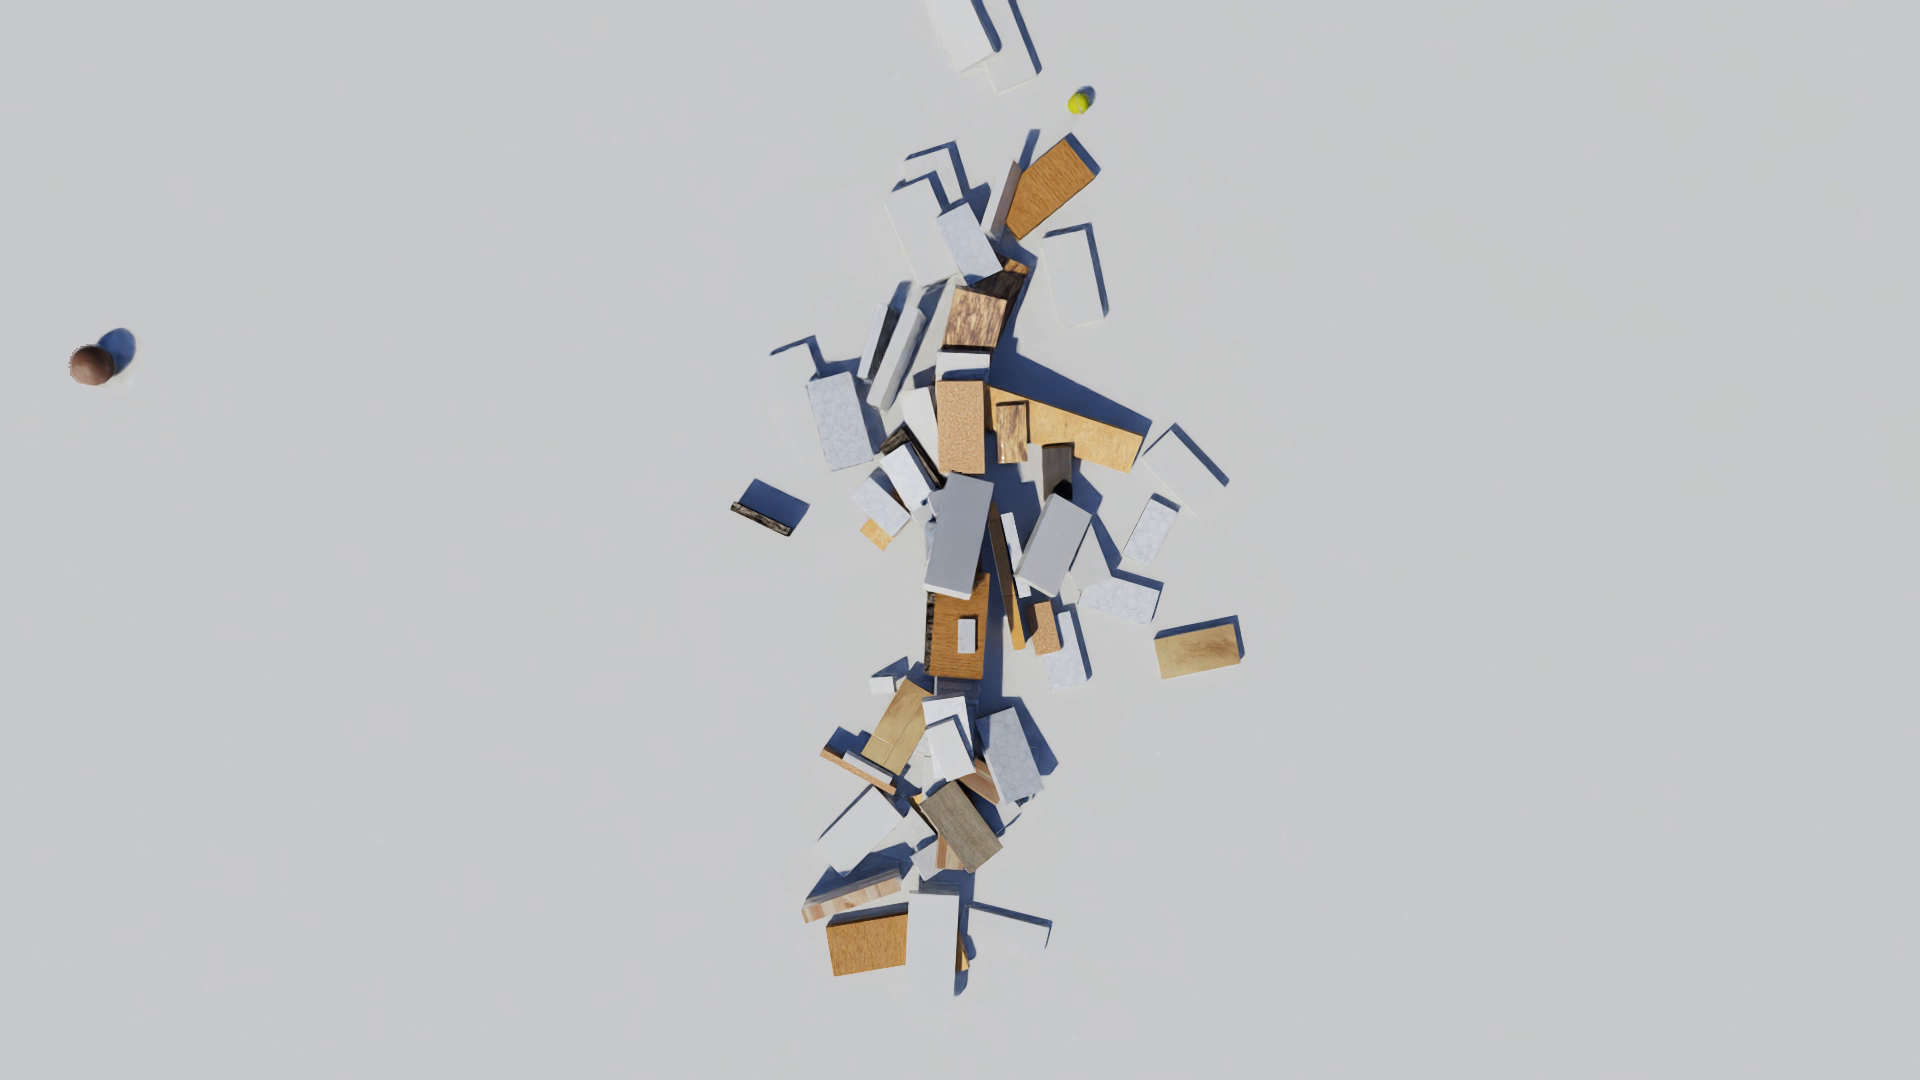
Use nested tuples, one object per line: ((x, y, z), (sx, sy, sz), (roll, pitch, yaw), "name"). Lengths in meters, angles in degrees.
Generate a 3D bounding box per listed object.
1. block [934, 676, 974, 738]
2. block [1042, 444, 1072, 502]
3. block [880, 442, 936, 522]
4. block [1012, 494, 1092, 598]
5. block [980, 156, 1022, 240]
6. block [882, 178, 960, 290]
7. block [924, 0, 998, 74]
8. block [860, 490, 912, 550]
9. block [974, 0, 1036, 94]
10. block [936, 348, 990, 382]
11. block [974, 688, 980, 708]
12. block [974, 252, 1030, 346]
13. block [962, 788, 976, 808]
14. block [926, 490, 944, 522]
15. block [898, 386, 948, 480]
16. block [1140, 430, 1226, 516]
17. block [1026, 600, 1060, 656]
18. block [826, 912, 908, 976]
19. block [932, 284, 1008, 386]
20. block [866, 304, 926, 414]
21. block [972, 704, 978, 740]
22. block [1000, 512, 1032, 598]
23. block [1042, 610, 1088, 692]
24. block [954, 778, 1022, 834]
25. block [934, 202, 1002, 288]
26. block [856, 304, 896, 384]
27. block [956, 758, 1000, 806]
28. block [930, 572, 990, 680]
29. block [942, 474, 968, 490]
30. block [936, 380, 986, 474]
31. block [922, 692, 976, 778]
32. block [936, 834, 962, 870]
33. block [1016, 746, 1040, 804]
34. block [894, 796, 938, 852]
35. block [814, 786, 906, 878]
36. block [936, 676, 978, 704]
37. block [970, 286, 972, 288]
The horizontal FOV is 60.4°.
((-0.018, 0.510, 5.419), (0.135, 0.038, 0.271), (6, 64, -4), "block")
((0.321, -0.221, 5.444), (0.096, 0.027, 0.192), (-3, 117, 1), "block")
((-0.157, -0.190, 5.423), (0.118, 0.033, 0.236), (-32, 88, 35), "block")
((0.302, 0.017, 5.382), (0.151, 0.043, 0.301), (29, 75, -17), "block")
((0.134, -1.115, 5.390), (0.035, 0.123, 0.246), (18, 90, 16), "block")
((-0.117, -1.008, 5.431), (0.162, 0.046, 0.324), (-23, 90, 0), "block")
((-0.001, -1.704, 5.453), (0.141, 0.040, 0.283), (-25, 89, 21), "block")
((-0.229, -0.075, 5.485), (0.103, 0.029, 0.205), (41, 90, 0), "block")
((0.096, -1.751, 5.480), (0.141, 0.040, 0.505), (-22, 90, 0), "block")
((0.004, -0.451, 5.420), (0.171, 0.049, 0.343), (3, 110, 0), "block")
((-0.007, 0.570, 5.435), (0.097, 0.028, 0.194), (16, 66, 5), "block")
((0.109, -0.796, 5.444), (0.141, 0.040, 0.283), (23, 87, -10), "block")
((0.019, 0.945, 5.457), (0.114, 0.032, 0.228), (-24, 90, 31), "block")
((-0.051, -0.095, 5.334), (0.070, 0.020, 0.140), (-16, 67, -17), "block")
((-0.110, -0.341, 5.427), (0.118, 0.033, 0.318), (-7, 102, 32), "block")
((0.741, -0.222, 5.481), (0.133, 0.038, 0.266), (-43, 90, 0), "block")
((0.274, 0.292, 5.453), (0.084, 0.024, 0.167), (-12, 90, 0), "block")
((-0.270, 1.337, 5.477), (0.327, 0.046, 0.163), (-10, 90, 0), "block")
((0.030, -0.650, 5.398), (0.171, 0.049, 0.343), (12, 116, -4), "block")
((-0.208, -0.592, 5.412), (0.049, 0.171, 0.343), (22, 90, 7), "block")
((-0.012, 0.649, 5.466), (0.114, 0.032, 0.228), (9, 82, 2), "block")
((0.182, 0.049, 5.430), (0.039, 0.139, 0.278), (-13, 90, 0), "block")
((0.334, 0.369, 5.483), (0.123, 0.035, 0.247), (-14, 90, 0), "block")
((0.090, 0.847, 5.463), (0.114, 0.032, 0.228), (-42, 79, 0), "block")
((0.027, -0.965, 5.395), (0.123, 0.035, 0.246), (-28, 91, -7), "block")
((-0.275, -0.645, 5.436), (0.035, 0.123, 0.246), (17, 90, 11), "block")
((0.065, 0.781, 5.417), (0.184, 0.026, 0.092), (34, 68, -5), "block")
((-0.001, 0.268, 5.229), (0.167, 0.047, 0.334), (4, 79, 0), "block")
((-0.007, -0.120, 5.467), (0.091, 0.026, 0.183), (-9, 78, -3), "block")
((0.005, -0.366, 5.347), (0.150, 0.042, 0.300), (0, 102, 6), "block")
((-0.035, 0.630, 5.324), (0.135, 0.038, 0.271), (-8, 107, 1), "block")
((-0.030, 0.989, 5.399), (0.087, 0.025, 0.174), (6, 83, -13), "block")
((0.205, 0.777, 5.487), (0.092, 0.026, 0.184), (9, 90, 0), "block")
((-0.163, 0.945, 5.457), (0.091, 0.026, 0.182), (-43, 82, 2), "block")
((-0.331, 0.963, 5.452), (0.288, 0.041, 0.144), (-45, 81, 7), "block")
((-0.008, 0.404, 5.422), (0.135, 0.038, 0.271), (1, 64, -2), "block")
((0.042, -0.765, 5.489), (0.074, 0.021, 0.148), (-30, 90, 0), "block")
